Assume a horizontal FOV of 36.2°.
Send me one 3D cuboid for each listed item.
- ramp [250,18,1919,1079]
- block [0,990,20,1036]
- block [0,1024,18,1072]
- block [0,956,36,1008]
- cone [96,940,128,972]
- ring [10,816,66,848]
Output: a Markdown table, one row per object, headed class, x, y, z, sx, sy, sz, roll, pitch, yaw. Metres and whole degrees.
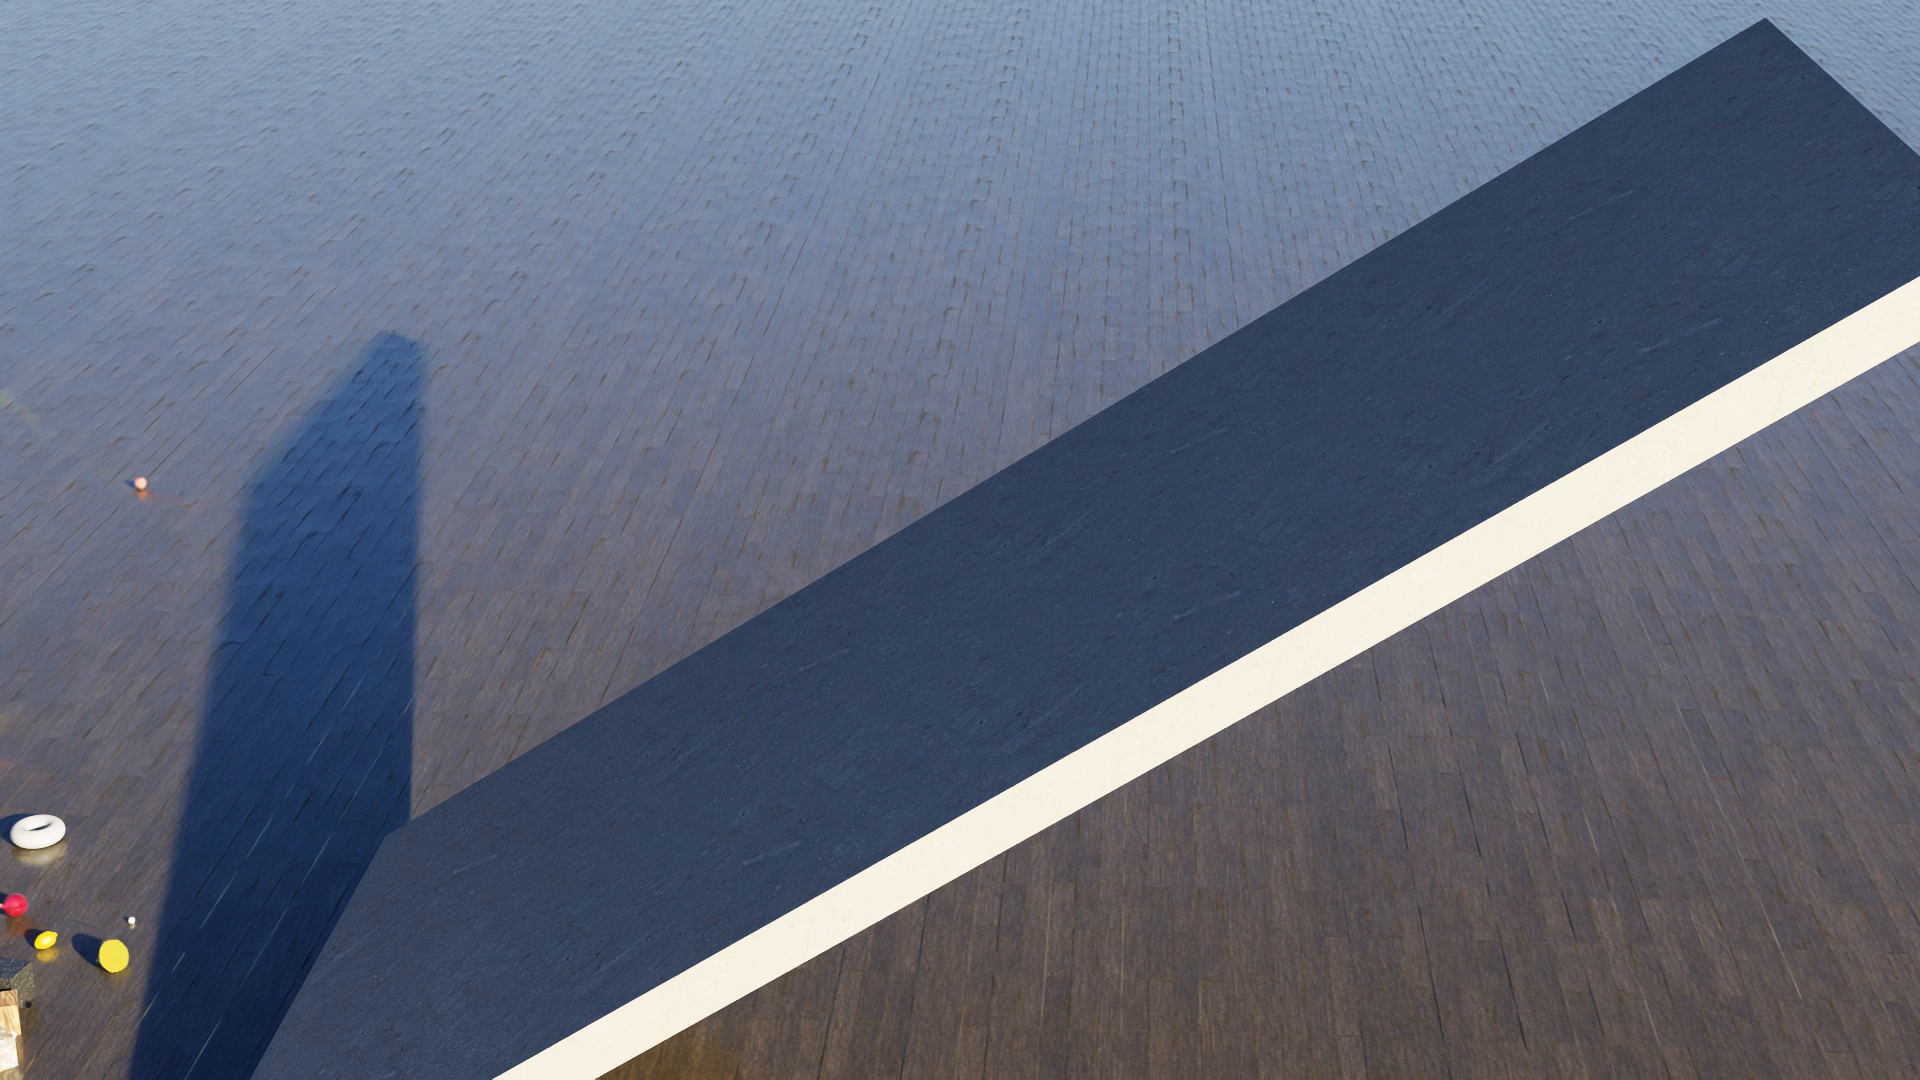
| class | x | y | z | sx | sy | sz | roll | pitch | yaw |
| --- | --- | --- | --- | --- | --- | --- | --- | --- | --- |
| ramp | 0.140 | 0.170 | 6.294 | 4.000 | 0.100 | 2.000 | -30 | 15 | 14 |
| block | -2.247 | 1.112 | 6.895 | 0.078 | 0.078 | 0.078 | -6 | 21 | -16 |
| block | -2.216 | 1.169 | 6.742 | 0.076 | 0.076 | 0.076 | -17 | 26 | -38 |
| block | -2.275 | 1.061 | 7.012 | 0.093 | 0.093 | 0.093 | 5 | 21 | 14 |
| cone | -2.093 | 1.023 | 7.198 | 0.080 | 0.080 | 0.080 | -18 | 4 | 41 |
| ring | -2.463 | 0.778 | 7.852 | 0.144 | 0.048 | 0.144 | 0 | 21 | 0 |
